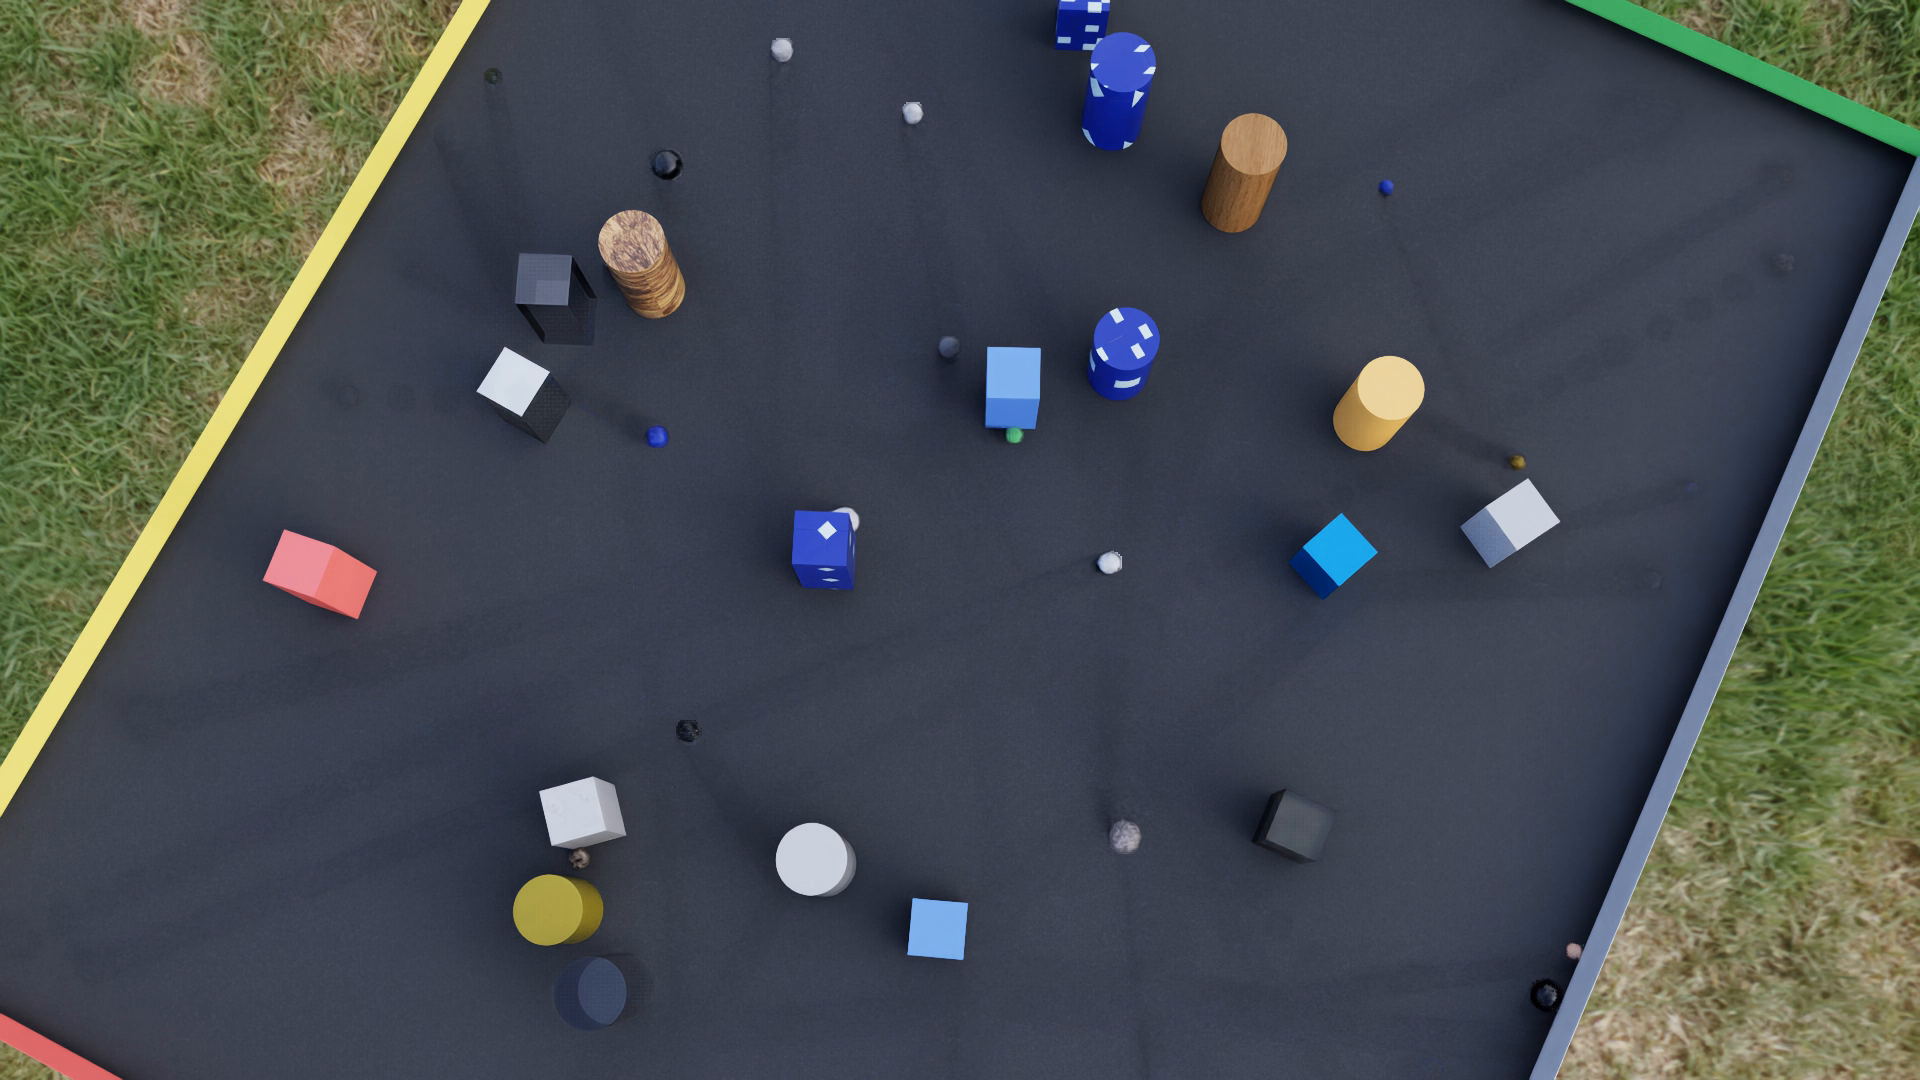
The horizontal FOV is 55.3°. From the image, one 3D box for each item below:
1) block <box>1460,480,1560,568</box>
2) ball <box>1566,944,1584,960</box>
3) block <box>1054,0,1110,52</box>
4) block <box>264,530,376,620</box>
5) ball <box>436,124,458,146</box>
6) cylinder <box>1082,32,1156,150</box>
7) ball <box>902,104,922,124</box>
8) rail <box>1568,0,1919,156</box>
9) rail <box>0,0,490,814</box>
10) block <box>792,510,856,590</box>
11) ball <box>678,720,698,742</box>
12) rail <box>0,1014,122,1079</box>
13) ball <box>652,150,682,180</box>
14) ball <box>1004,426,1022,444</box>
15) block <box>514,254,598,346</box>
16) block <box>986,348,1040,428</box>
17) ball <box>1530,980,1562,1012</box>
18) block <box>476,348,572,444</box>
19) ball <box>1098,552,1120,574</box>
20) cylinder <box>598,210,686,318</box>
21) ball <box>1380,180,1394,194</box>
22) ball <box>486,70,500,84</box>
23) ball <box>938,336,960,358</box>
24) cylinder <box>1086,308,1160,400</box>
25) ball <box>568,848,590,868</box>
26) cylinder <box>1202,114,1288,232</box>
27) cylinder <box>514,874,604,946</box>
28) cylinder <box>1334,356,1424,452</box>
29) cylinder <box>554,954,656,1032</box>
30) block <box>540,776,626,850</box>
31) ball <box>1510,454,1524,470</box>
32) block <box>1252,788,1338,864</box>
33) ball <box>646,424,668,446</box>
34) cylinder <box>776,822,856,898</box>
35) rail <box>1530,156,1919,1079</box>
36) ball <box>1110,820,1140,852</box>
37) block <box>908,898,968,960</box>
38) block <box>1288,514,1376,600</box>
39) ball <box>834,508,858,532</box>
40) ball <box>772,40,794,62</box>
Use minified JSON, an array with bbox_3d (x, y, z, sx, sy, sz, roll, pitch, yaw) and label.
[{"bbox_3d":[1.642,-0.047,5.484,0.155,0.279,0.155,-33,80,-6],"label":"block"},{"bbox_3d":[1.792,1.200,5.344,0.048,0.048,0.048,0,78,0],"label":"ball"},{"bbox_3d":[0.388,-1.691,5.829,0.155,0.270,0.155,2,78,0],"label":"block"},{"bbox_3d":[-1.879,0.105,5.398,0.155,0.385,0.155,18,79,4],"label":"block"},{"bbox_3d":[-1.635,-1.291,5.848,0.069,0.069,0.069,0,78,0],"label":"ball"},{"bbox_3d":[0.488,-1.385,5.686,0.194,0.425,0.194,0,78,0],"label":"cylinder"},{"bbox_3d":[-0.151,-1.365,5.866,0.065,0.065,0.065,0,78,0],"label":"ball"},{"bbox_3d":[1.115,-2.177,6.002,4.401,0.126,0.045,26,80,5],"label":"rail"},{"bbox_3d":[-1.947,-0.947,5.747,0.045,0.126,5.034,26,80,5],"label":"rail"},{"bbox_3d":[-0.398,0.034,5.414,0.155,0.382,0.155,2,78,0],"label":"block"},{"bbox_3d":[-0.811,0.571,5.466,0.063,0.063,0.063,0,78,0],"label":"ball"},{"bbox_3d":[-1.115,2.190,5.098,4.401,0.126,0.045,26,80,5],"label":"rail"},{"bbox_3d":[-0.928,-1.190,5.813,0.097,0.097,0.097,0,78,0],"label":"ball"},{"bbox_3d":[0.163,-0.324,5.658,0.051,0.051,0.051,0,78,0],"label":"ball"},{"bbox_3d":[-1.224,-0.727,5.571,0.155,0.384,0.155,2,78,0],"label":"block"},{"bbox_3d":[0.157,-0.456,5.540,0.155,0.335,0.155,1,78,0],"label":"block"},{"bbox_3d":[1.695,1.319,5.298,0.088,0.088,0.088,0,78,0],"label":"ball"},{"bbox_3d":[-1.312,-0.433,5.541,0.155,0.323,0.155,29,80,6],"label":"block"},{"bbox_3d":[0.453,0.071,5.568,0.066,0.066,0.066,0,78,0],"label":"ball"},{"bbox_3d":[-0.963,-0.833,5.575,0.194,0.418,0.194,0,78,0],"label":"cylinder"},{"bbox_3d":[1.358,-1.121,5.827,0.042,0.042,0.042,0,78,0],"label":"ball"},{"bbox_3d":[-1.506,-1.491,5.903,0.043,0.043,0.043,0,78,0],"label":"ball"},{"bbox_3d":[-0.035,-0.600,5.707,0.066,0.066,0.066,0,78,0],"label":"ball"},{"bbox_3d":[0.493,-0.562,5.568,0.194,0.323,0.194,0,78,0],"label":"cylinder"},{"bbox_3d":[-1.120,0.937,5.392,0.061,0.061,0.061,0,78,0],"label":"ball"},{"bbox_3d":[0.865,-1.118,5.613,0.194,0.459,0.194,0,78,0],"label":"cylinder"},{"bbox_3d":[-1.146,1.059,5.244,0.194,0.300,0.194,0,78,0],"label":"cylinder"},{"bbox_3d":[1.256,-0.407,5.517,0.194,0.360,0.194,0,78,0],"label":"cylinder"},{"bbox_3d":[-0.986,1.257,5.116,0.194,0.472,0.194,0,78,0],"label":"cylinder"},{"bbox_3d":[-1.085,0.791,5.289,0.155,0.321,0.155,-15,79,-3],"label":"block"},{"bbox_3d":[1.715,-0.241,5.643,0.045,0.045,0.045,0,78,0],"label":"ball"},{"bbox_3d":[0.966,0.832,5.312,0.155,0.259,0.155,24,79,5],"label":"block"},{"bbox_3d":[-0.934,-0.322,5.650,0.066,0.066,0.066,0,78,0],"label":"ball"},{"bbox_3d":[-0.403,0.912,5.198,0.194,0.450,0.194,0,78,0],"label":"cylinder"},{"bbox_3d":[1.947,0.960,5.352,0.045,0.126,5.034,26,80,5],"label":"rail"},{"bbox_3d":[0.485,0.871,5.389,0.093,0.093,0.093,0,78,0],"label":"ball"},{"bbox_3d":[-0.062,1.115,5.256,0.155,0.254,0.155,5,78,1],"label":"block"},{"bbox_3d":[1.113,0.052,5.483,0.155,0.240,0.155,-40,81,-8],"label":"block"},{"bbox_3d":[-0.353,-0.055,5.582,0.090,0.090,0.090,0,78,0],"label":"ball"},{"bbox_3d":[-0.573,-1.577,5.907,0.070,0.070,0.070,0,78,0],"label":"ball"}]
